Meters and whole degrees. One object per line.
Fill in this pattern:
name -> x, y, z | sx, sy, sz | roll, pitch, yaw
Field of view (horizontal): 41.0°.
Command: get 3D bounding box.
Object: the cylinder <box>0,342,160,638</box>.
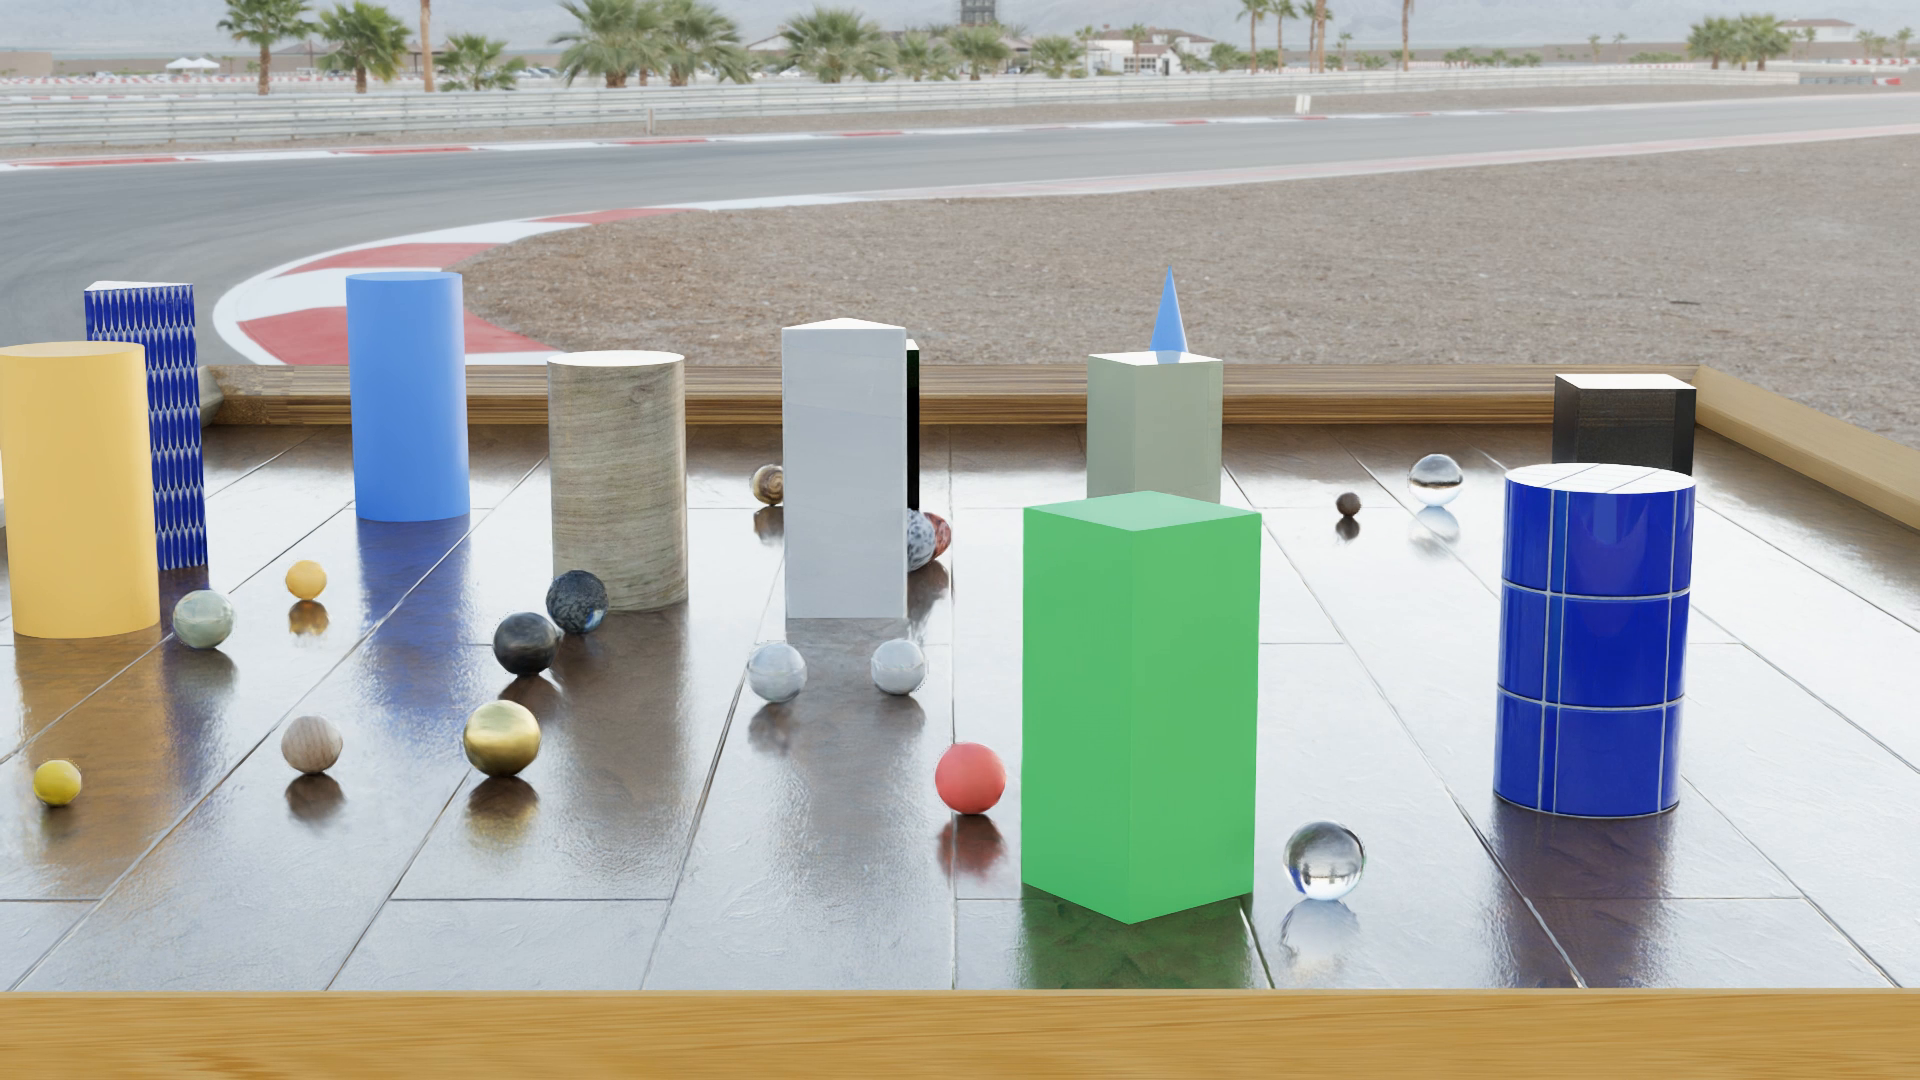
cylinder -> -1.144, -0.068, 3.328 | 0.183, 0.361, 0.183 | 0, 11, 0

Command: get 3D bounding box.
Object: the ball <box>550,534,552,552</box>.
ball -> -0.549, 0.004, 3.696 | 0.083, 0.083, 0.083 | 0, 11, 0

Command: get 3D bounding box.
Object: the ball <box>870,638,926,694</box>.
ball -> -0.071, 0.147, 2.979 | 0.065, 0.065, 0.065 | 0, 11, 0

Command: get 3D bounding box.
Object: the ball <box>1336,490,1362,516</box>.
ball -> 0.627, -0.058, 4.138 | 0.042, 0.042, 0.042 | 0, 11, 0

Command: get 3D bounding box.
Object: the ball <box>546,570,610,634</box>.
ball -> -0.492, 0.079, 3.298 | 0.081, 0.081, 0.081 | 0, 11, 0

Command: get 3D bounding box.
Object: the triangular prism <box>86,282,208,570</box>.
triangular prism -> -1.205, -0.166, 3.719 | 0.159, 0.409, 0.137 | -9, 14, -41

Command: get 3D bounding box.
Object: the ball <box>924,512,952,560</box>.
ball -> -0.047, -0.006, 3.787 | 0.069, 0.069, 0.069 | 0, 11, 0

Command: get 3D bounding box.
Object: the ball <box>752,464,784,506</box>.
ball -> -0.312, -0.091, 4.243 | 0.067, 0.067, 0.067 | 0, 11, 0

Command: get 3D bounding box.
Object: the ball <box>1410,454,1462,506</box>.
ball -> 0.785, -0.098, 4.231 | 0.087, 0.087, 0.087 | 0, 11, 0

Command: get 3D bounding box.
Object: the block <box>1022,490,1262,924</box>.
block -> 0.158, 0.142, 2.259 | 0.147, 0.341, 0.147 | -8, 13, -37

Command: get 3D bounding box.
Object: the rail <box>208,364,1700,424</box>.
rail -> -0.010, -0.292, 5.171 | 3.022, 0.119, 0.045 | 0, 11, 0

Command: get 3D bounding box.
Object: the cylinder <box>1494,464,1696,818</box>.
cylinder -> 0.630, 0.096, 2.555 | 0.183, 0.321, 0.183 | 0, 11, 0

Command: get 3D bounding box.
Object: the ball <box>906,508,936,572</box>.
ball -> -0.080, 0.000, 3.691 | 0.092, 0.092, 0.092 | 0, 11, 0

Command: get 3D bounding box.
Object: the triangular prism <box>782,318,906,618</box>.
triangular prism -> -0.153, -0.099, 3.429 | 0.159, 0.383, 0.137 | 0, 11, -2

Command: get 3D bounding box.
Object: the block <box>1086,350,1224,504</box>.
block -> 0.289, -0.127, 3.826 | 0.147, 0.292, 0.147 | -5, 12, -25

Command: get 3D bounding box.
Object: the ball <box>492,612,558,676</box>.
ball -> -0.519, 0.124, 3.068 | 0.078, 0.078, 0.078 | 0, 11, 0

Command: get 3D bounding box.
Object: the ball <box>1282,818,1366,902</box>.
ball -> 0.319, 0.281, 2.250 | 0.071, 0.071, 0.071 | 0, 11, 0

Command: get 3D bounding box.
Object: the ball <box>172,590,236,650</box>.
ball -> -0.945, 0.099, 3.209 | 0.075, 0.075, 0.075 | 0, 11, 0

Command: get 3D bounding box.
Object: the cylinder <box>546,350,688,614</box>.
cylinder -> -0.462, -0.081, 3.476 | 0.183, 0.332, 0.183 | 0, 11, 0

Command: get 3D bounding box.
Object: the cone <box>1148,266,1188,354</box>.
cone -> 0.331, -0.236, 4.089 | 0.183, 0.410, 0.183 | 0, 11, 0

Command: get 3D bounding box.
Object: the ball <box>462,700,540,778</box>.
ball -> -0.471, 0.204, 2.637 | 0.079, 0.079, 0.079 | 0, 11, 0

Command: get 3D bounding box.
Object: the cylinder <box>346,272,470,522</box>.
cylinder -> -0.893, -0.235, 4.153 | 0.183, 0.384, 0.183 | 0, 11, 0

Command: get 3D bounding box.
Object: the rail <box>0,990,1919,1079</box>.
rail -> 0.010, 0.353, 1.729 | 3.022, 0.119, 0.045 | 0, 11, 0

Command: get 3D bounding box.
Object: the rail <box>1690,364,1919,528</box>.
rail -> 1.487, 0.029, 3.458 | 0.045, 0.119, 3.549 | 0, 11, 0

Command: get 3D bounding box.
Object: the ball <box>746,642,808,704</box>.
ball -> -0.210, 0.152, 2.941 | 0.070, 0.070, 0.070 | 0, 11, 0

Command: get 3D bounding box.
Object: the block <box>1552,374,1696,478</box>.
block -> 0.859, -0.050, 3.347 | 0.147, 0.317, 0.147 | 0, 11, 1

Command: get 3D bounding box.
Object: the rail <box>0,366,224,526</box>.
rail -> -1.487, 0.032, 3.441 | 0.045, 0.119, 3.549 | 0, 11, 0

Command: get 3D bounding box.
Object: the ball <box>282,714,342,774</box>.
ball -> -0.669, 0.211, 2.649 | 0.062, 0.062, 0.062 | 0, 11, 0

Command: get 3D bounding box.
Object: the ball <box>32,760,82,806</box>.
ball -> -0.893, 0.240, 2.535 | 0.046, 0.046, 0.046 | 0, 11, 0

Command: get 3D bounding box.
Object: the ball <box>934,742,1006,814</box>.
ball -> 0.010, 0.233, 2.508 | 0.070, 0.070, 0.070 | 0, 11, 0

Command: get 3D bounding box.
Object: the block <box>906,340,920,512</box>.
block -> -0.143, -0.172, 4.097 | 0.147, 0.281, 0.147 | -1, 11, -5

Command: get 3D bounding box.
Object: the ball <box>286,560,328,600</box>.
ball -> -0.892, 0.054, 3.501 | 0.055, 0.055, 0.055 | 0, 11, 0
